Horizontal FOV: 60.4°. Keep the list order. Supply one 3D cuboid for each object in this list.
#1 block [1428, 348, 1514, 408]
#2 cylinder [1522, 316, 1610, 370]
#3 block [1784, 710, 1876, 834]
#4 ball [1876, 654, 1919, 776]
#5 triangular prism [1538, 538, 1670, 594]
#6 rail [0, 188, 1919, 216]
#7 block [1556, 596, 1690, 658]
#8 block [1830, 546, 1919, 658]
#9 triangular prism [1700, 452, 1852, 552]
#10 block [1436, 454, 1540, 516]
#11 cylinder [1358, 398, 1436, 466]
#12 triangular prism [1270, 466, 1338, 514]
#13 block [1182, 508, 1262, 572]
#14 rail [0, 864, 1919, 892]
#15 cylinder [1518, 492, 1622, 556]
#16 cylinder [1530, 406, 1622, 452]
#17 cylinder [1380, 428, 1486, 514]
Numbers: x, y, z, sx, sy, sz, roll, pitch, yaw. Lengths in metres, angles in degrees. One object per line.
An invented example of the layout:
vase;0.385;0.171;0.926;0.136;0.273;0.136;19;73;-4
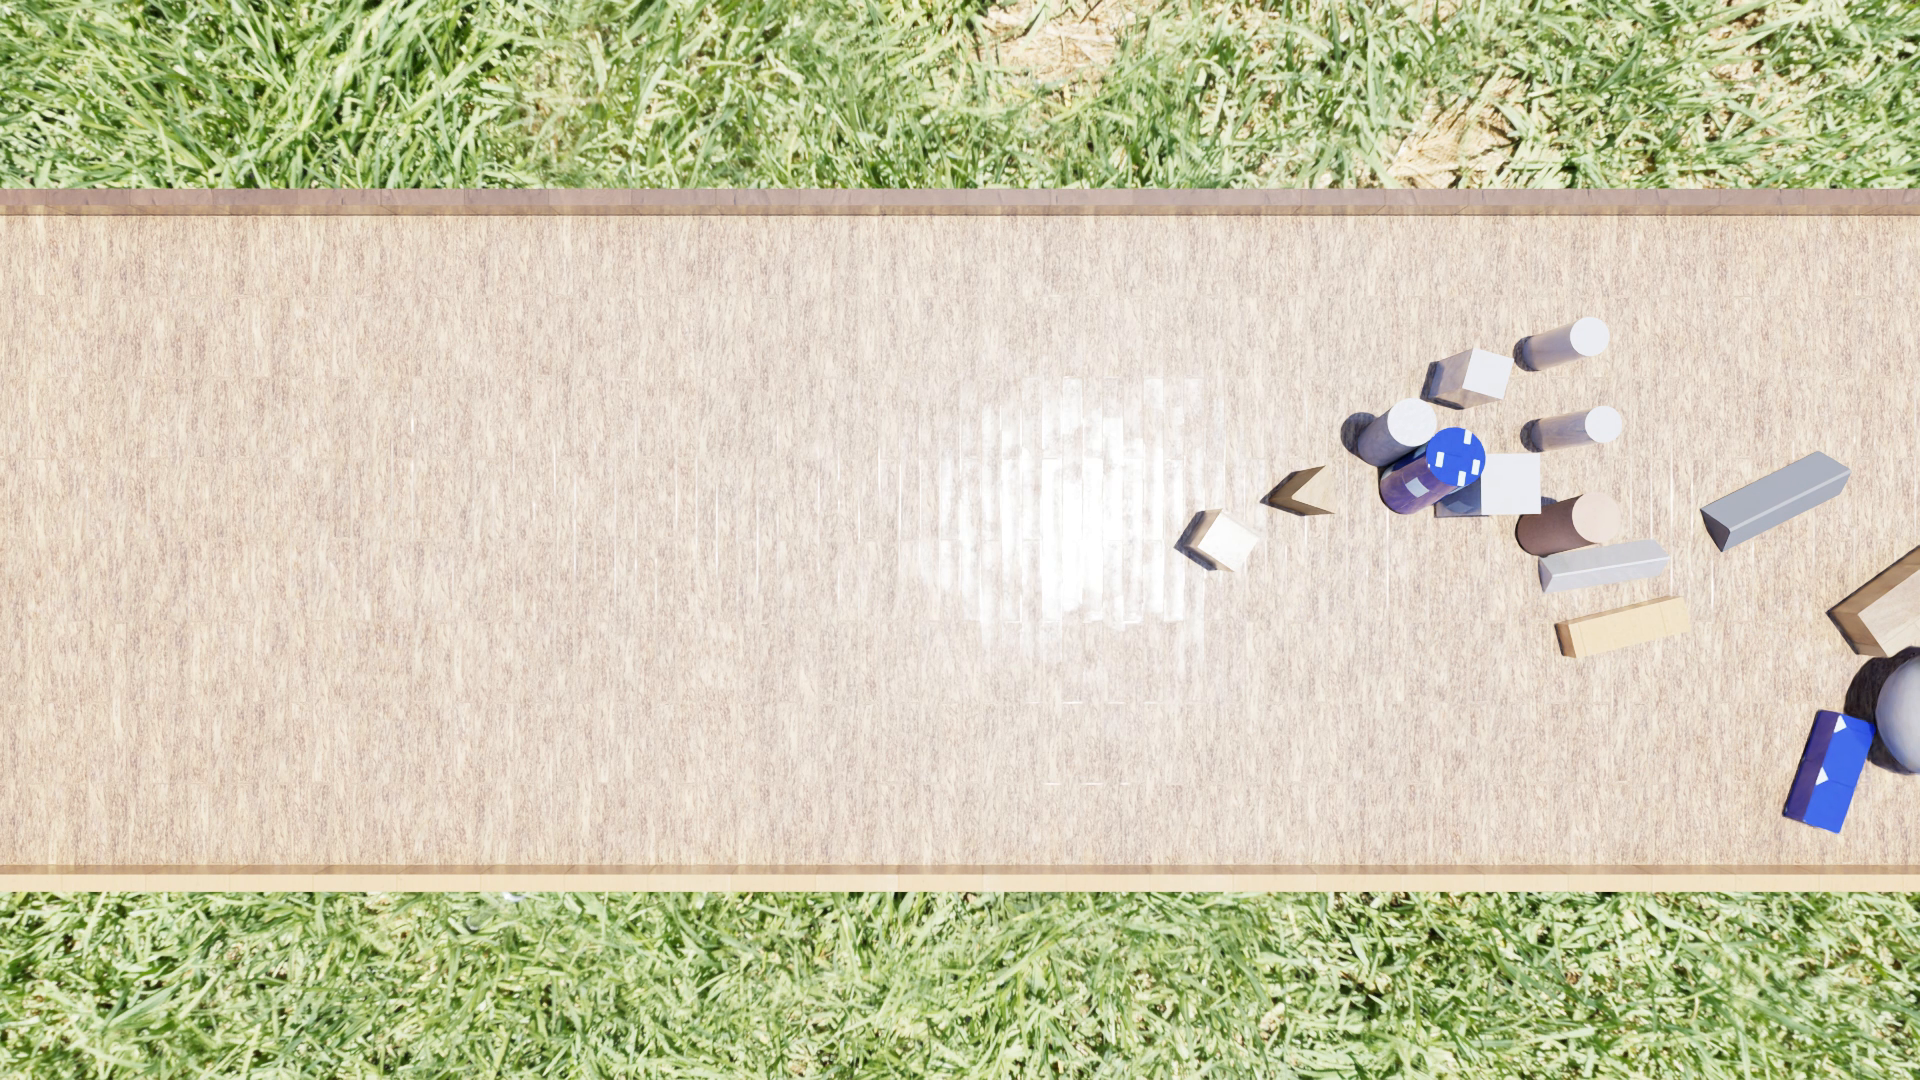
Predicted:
block;1.514;-0.477;4.902;0.120;0.348;0.120;16;90;0
cylinder;1.787;-0.577;4.878;0.111;0.397;0.111;0;90;0
block;2.646;0.703;5.018;0.117;0.117;0.346;19;90;0
ball;2.936;0.522;4.877;0.399;0.399;0.399;0;90;0
triangular prism;1.964;0.081;5.025;0.358;0.098;0.114;-9;90;0
rail;-2.247;-1.025;5.002;12.000;0.150;0.050;0;90;0
block;2.020;0.264;5.024;0.355;0.104;0.104;-14;90;0
block;2.878;0.175;4.995;0.383;0.163;0.163;-36;90;0
triangular prism;2.491;-0.119;5.009;0.405;0.128;0.148;-26;90;0
block;1.560;-0.160;4.888;0.173;0.366;0.173;-1;90;-4
cylinder;1.281;-0.312;4.854;0.137;0.434;0.137;0;85;3
triangular prism;1.034;-0.156;4.896;0.139;0.361;0.120;18;90;0
block;0.774;0.001;4.902;0.133;0.350;0.133;33;90;0
rail;-2.247;1.025;5.001;12.000;0.150;0.050;0;90;0
cylinder;1.803;-0.044;4.894;0.148;0.346;0.148;1;83;-7
cylinder;1.809;-0.325;4.856;0.104;0.441;0.104;0;90;0
cylinder;1.387;-0.199;4.859;0.172;0.410;0.172;1;80;-4
